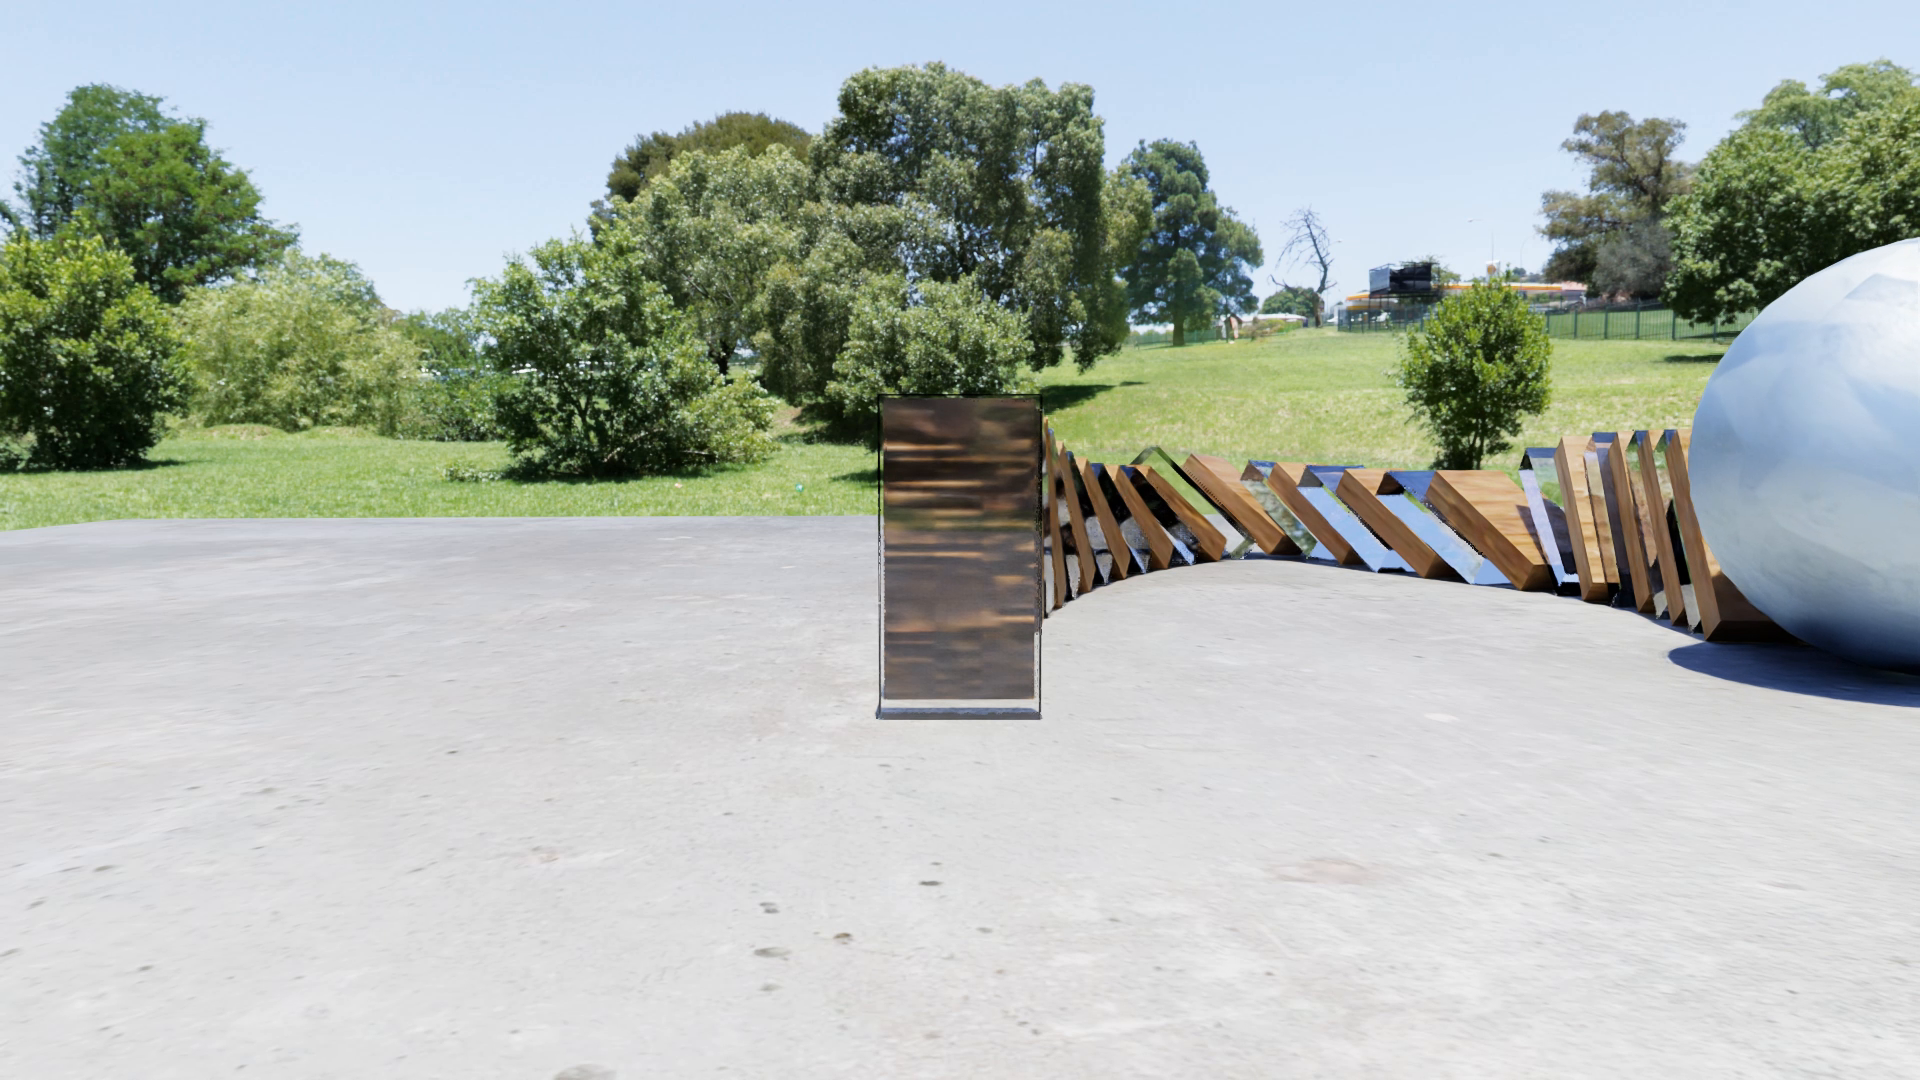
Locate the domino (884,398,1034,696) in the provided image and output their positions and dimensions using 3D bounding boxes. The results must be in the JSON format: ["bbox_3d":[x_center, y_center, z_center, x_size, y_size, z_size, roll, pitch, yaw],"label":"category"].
[{"bbox_3d":[0.000,0.001,0.220,0.025,0.050,0.010,0,4,0],"label":"domino"}]

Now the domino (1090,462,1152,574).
[{"bbox_3d":[0.041,-0.007,0.408,0.025,0.009,0.050,2,-31,30],"label":"domino"}]

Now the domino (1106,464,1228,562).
[{"bbox_3d":[0.071,-0.009,0.458,0.050,0.009,0.025,38,-20,-35],"label":"domino"}]

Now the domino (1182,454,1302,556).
[{"bbox_3d":[0.109,-0.014,0.490,0.025,0.009,0.050,1,38,-49],"label":"domino"}]

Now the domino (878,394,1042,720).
[{"bbox_3d":[0.000,0.002,0.201,0.025,0.050,0.009,0,4,0],"label":"domino"}]

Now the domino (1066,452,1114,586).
[{"bbox_3d":[0.026,-0.006,0.374,0.025,0.010,0.050,2,-37,25],"label":"domino"}]

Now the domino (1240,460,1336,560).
[{"bbox_3d":[0.129,-0.012,0.480,0.025,0.009,0.050,2,35,-26],"label":"domino"}]

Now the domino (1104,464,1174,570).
[{"bbox_3d":[0.050,-0.007,0.425,0.025,0.009,0.050,3,-29,34],"label":"domino"}]

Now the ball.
[{"bbox_3d":[0.178,-0.015,0.233,0.080,0.080,0.080,0,4,0],"label":"ball"}]

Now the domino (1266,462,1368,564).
[{"bbox_3d":[0.135,-0.010,0.462,0.025,0.009,0.050,1,36,-26],"label":"domino"}]

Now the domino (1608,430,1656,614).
[{"bbox_3d":[0.185,-0.005,0.329,0.025,0.050,0.010,1,-32,11],"label":"domino"}]

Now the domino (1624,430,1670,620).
[{"bbox_3d":[0.183,-0.004,0.318,0.025,0.050,0.010,1,-32,11],"label":"domino"}]

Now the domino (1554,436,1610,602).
[{"bbox_3d":[0.183,-0.006,0.355,0.025,0.050,0.009,1,-35,9],"label":"domino"}]

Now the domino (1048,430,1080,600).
[{"bbox_3d":[0.016,-0.006,0.341,0.025,0.050,0.009,2,40,19],"label":"domino"}]

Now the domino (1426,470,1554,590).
[{"bbox_3d":[0.168,-0.004,0.392,0.025,0.009,0.050,-1,36,-19],"label":"domino"}]

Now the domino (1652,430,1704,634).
[{"bbox_3d":[0.178,-0.003,0.295,0.025,0.050,0.009,1,-32,11],"label":"domino"}]

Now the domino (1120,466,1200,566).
[{"bbox_3d":[0.060,-0.008,0.442,0.025,0.009,0.050,4,-27,40],"label":"domino"}]

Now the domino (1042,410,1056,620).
[{"bbox_3d":[0.008,-0.006,0.311,0.025,0.050,0.010,1,22,16],"label":"domino"}]

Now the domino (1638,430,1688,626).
[{"bbox_3d":[0.181,-0.003,0.306,0.025,0.050,0.009,1,-32,11],"label":"domino"}]

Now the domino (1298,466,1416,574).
[{"bbox_3d":[0.141,-0.008,0.443,0.025,0.009,0.050,-2,37,-23],"label":"domino"}]

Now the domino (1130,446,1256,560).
[{"bbox_3d":[0.086,-0.014,0.480,0.050,0.010,0.025,44,2,-4],"label":"domino"}]

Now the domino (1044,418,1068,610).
[{"bbox_3d":[0.012,-0.006,0.326,0.025,0.050,0.010,1,32,18],"label":"domino"}]

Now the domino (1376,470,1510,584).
[{"bbox_3d":[0.158,-0.005,0.409,0.025,0.010,0.050,-2,35,-23],"label":"domino"}]

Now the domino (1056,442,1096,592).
[{"bbox_3d":[0.021,-0.006,0.357,0.025,0.050,0.010,2,47,21],"label":"domino"}]

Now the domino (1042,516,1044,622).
[{"bbox_3d":[0.006,-0.005,0.296,0.025,0.050,0.009,1,11,14],"label":"domino"}]

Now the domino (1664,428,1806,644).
[{"bbox_3d":[0.175,-0.002,0.283,0.025,0.050,0.010,1,-32,11],"label":"domino"}]

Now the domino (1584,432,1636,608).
[{"bbox_3d":[0.184,-0.006,0.342,0.025,0.050,0.009,1,-33,11],"label":"domino"}]

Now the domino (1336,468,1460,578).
[{"bbox_3d":[0.150,-0.006,0.426,0.025,0.009,0.050,-2,36,-23],"label":"domino"}]

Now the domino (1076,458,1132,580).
[{"bbox_3d":[0.033,-0.006,0.391,0.025,0.009,0.050,2,-34,27],"label":"domino"}]

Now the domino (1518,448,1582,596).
[{"bbox_3d":[0.181,-0.006,0.371,0.025,0.010,0.050,0,48,6],"label":"domino"}]
